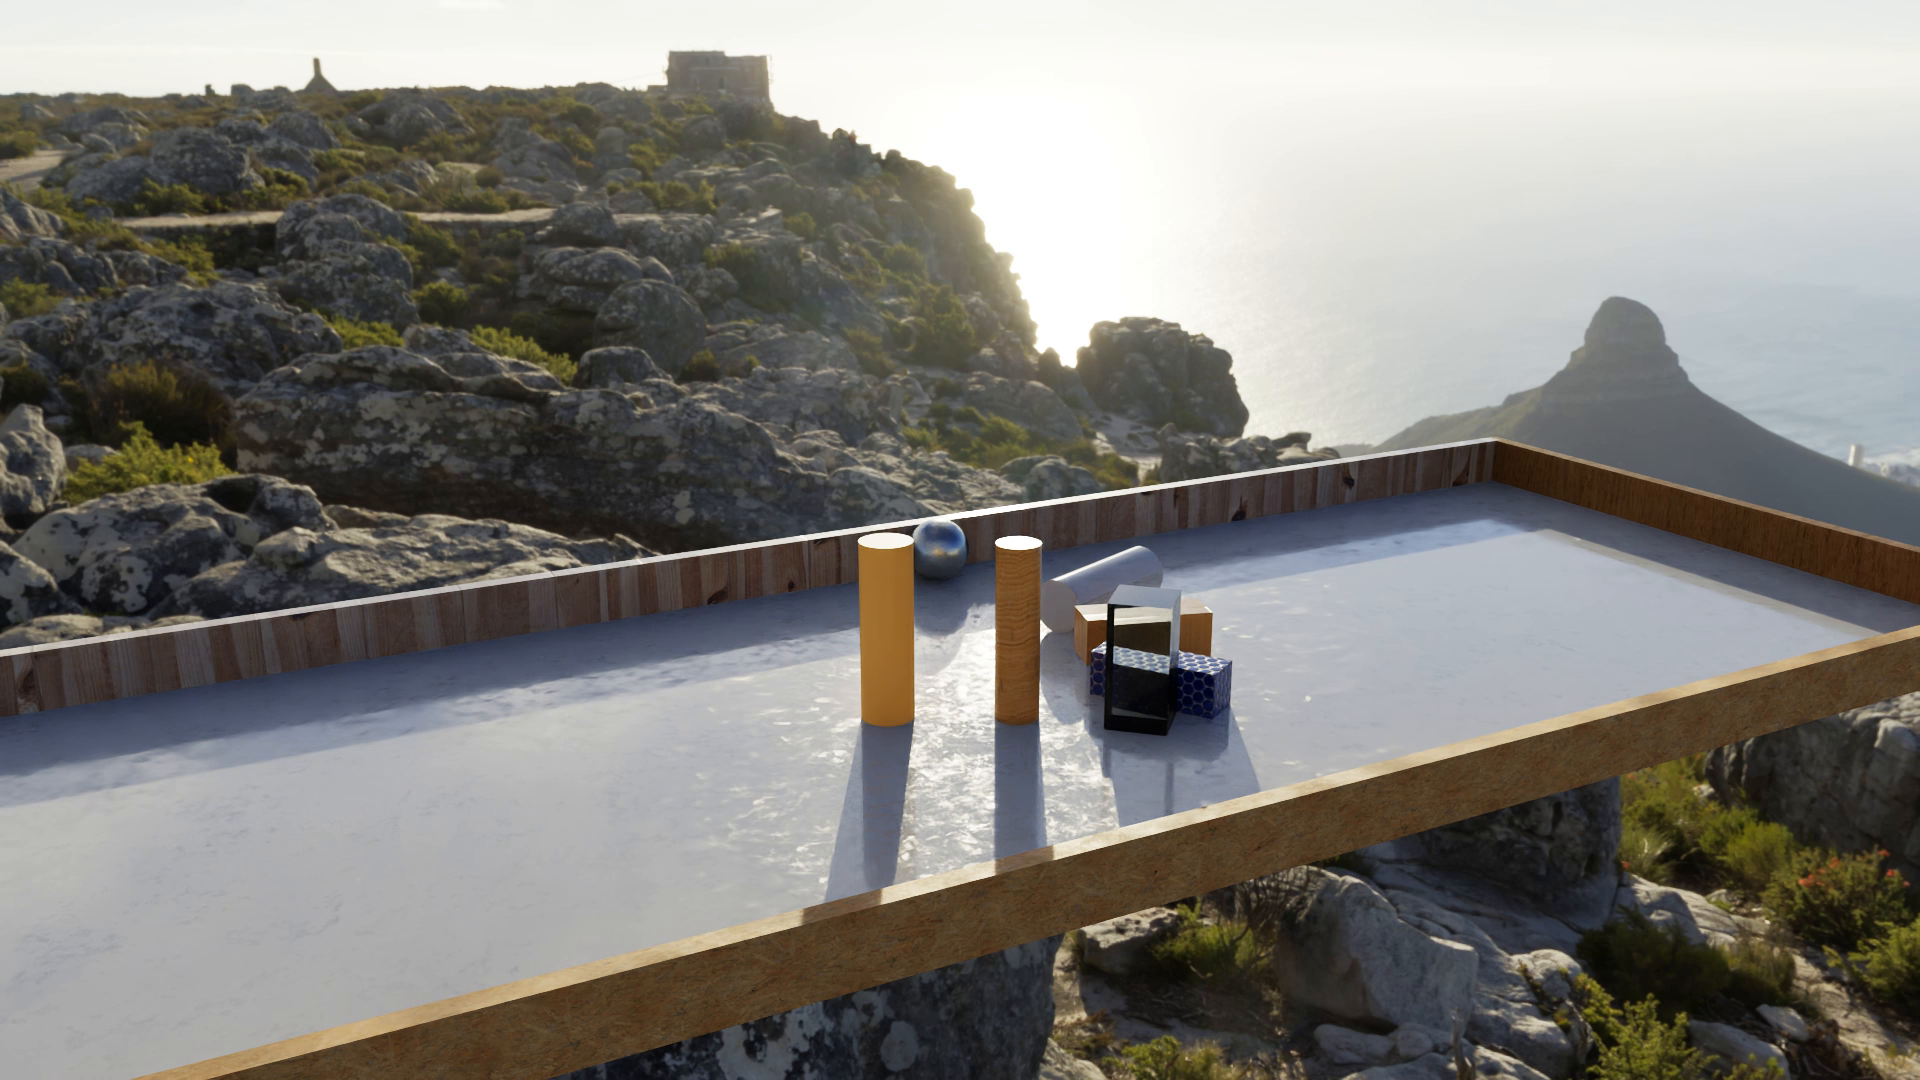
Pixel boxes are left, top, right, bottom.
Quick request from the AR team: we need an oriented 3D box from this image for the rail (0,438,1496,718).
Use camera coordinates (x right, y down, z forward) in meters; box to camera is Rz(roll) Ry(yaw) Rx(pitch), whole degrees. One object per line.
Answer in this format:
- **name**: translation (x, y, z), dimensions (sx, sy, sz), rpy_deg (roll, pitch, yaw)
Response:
- **rail**: translation (-3.305, 0.497, 3.399), dimensions (12.000, 0.150, 0.050), rpy_deg (-9, 18, -27)

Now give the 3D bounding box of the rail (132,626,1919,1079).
- **rail**: translation (-2.336, 1.006, 1.665), dimensions (12.000, 0.150, 0.050), rpy_deg (-9, 18, -27)

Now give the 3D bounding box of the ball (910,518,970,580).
- **ball**: translation (-0.065, 0.028, 4.934), dimensions (0.184, 0.184, 0.184), rpy_deg (0, 16, 0)

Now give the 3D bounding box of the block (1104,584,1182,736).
- **block**: translation (0.427, 0.279, 3.855), dimensions (0.147, 0.310, 0.147), rpy_deg (5, 17, 15)

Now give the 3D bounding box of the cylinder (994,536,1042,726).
- **cylinder**: translation (0.135, 0.214, 3.863), dimensions (0.107, 0.432, 0.107), rpy_deg (0, 16, 0)

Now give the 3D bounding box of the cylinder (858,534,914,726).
- **cylinder**: translation (-0.171, 0.211, 3.866), dimensions (0.128, 0.436, 0.128), rpy_deg (0, 16, 0)

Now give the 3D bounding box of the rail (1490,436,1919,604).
- **rail**: translation (2.466, -0.048, 5.253), dimensions (0.050, 0.150, 2.100), rpy_deg (-9, 18, -27)

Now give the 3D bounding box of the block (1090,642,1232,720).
- **block**: translation (0.488, 0.335, 4.016), dimensions (0.322, 0.112, 0.112), rpy_deg (9, 19, 29)

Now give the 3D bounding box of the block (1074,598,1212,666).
- **block**: translation (0.479, 0.239, 4.325), dimensions (0.337, 0.122, 0.122), rpy_deg (-3, 17, -11)

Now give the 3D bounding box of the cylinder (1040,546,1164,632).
- **cylinder**: translation (0.395, 0.136, 4.629), dimensions (0.149, 0.149, 0.413), rpy_deg (13, 21, 38)
